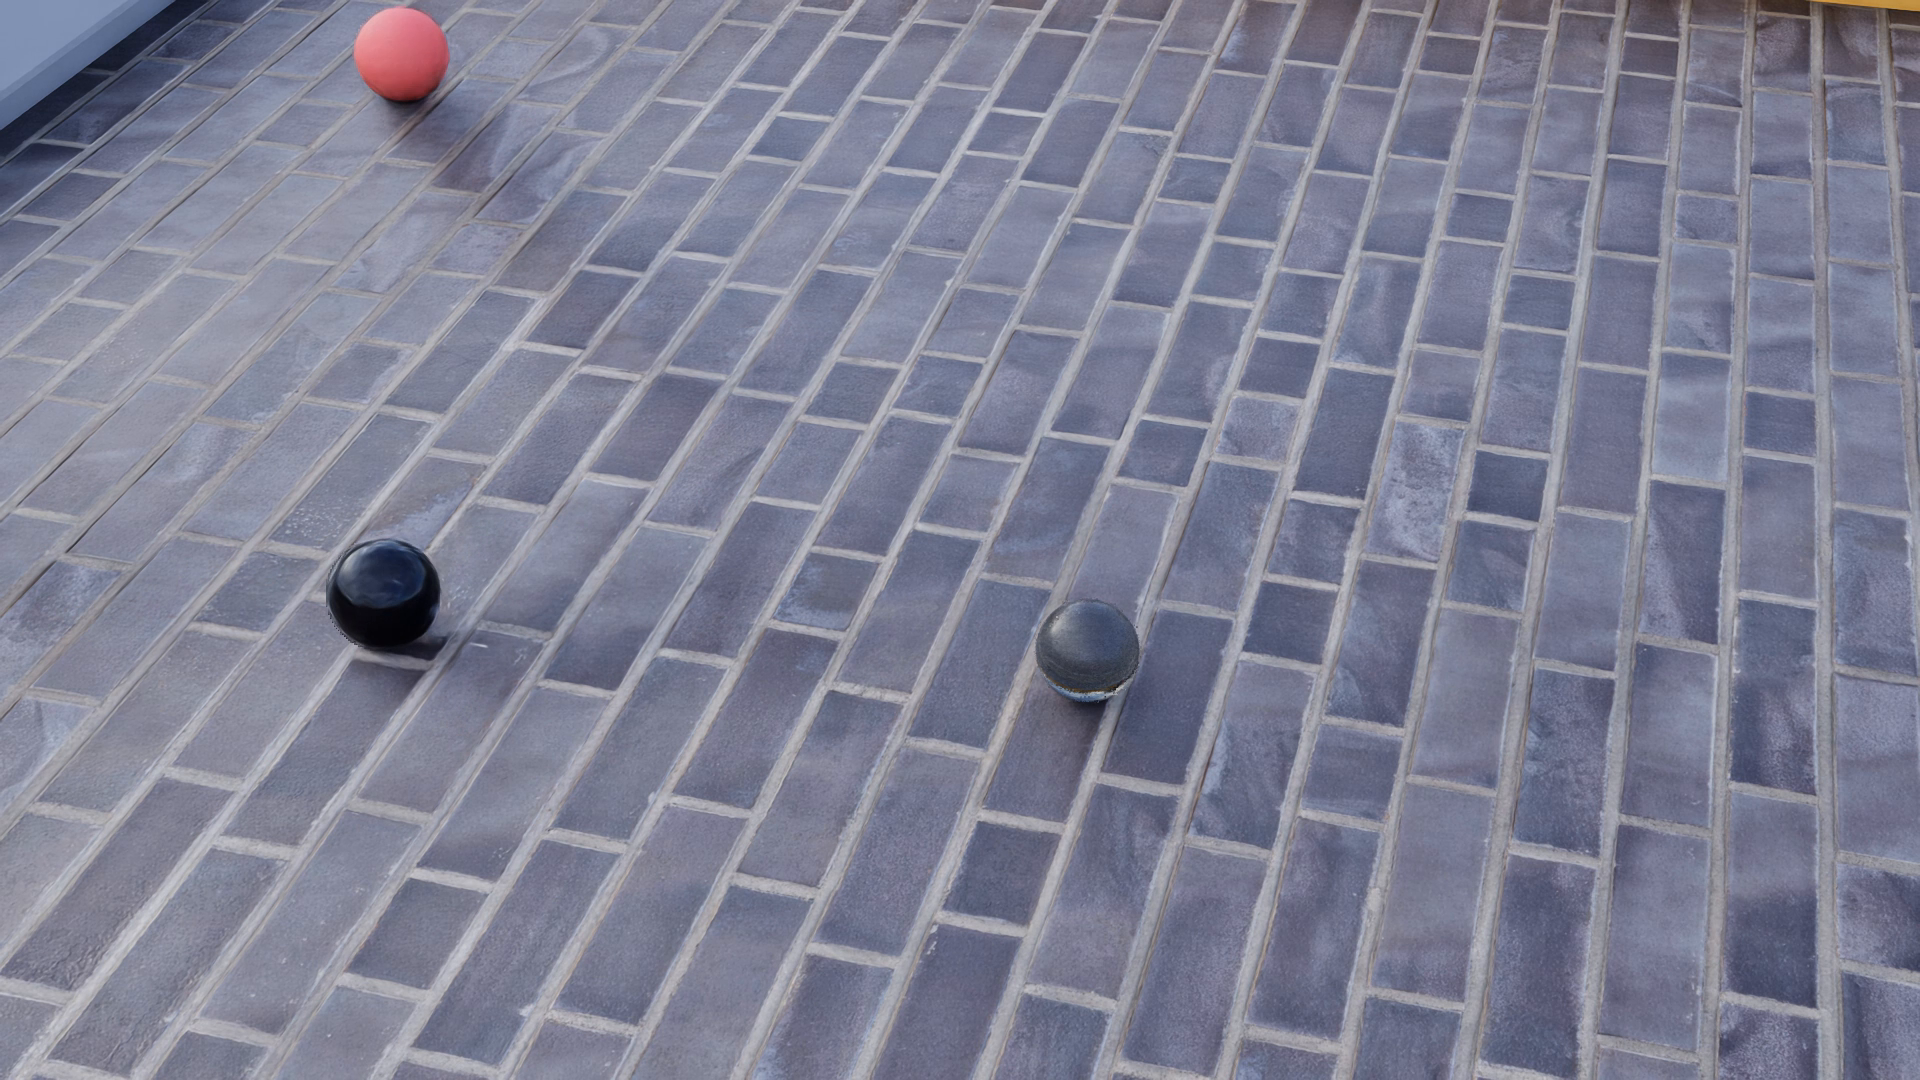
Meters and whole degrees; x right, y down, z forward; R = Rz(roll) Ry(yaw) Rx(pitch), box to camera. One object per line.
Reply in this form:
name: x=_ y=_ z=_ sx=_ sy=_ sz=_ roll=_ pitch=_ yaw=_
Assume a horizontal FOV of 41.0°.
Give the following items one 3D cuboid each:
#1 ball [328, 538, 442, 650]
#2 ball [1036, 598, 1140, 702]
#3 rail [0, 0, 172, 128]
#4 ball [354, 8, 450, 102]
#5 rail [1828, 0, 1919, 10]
ball: x=-0.402 y=0.037 z=1.794 sx=0.078 sy=0.078 sz=0.078 roll=0 pitch=34 yaw=0
ball: x=0.087 y=0.075 z=1.744 sx=0.071 sy=0.071 sz=0.071 roll=0 pitch=34 yaw=0
rail: x=-1.047 y=-0.178 z=2.071 sx=0.045 sy=0.119 sz=2.598 roll=9 pitch=35 yaw=13
ball: x=-0.553 y=-0.481 z=2.543 sx=0.092 sy=0.092 sz=0.092 roll=0 pitch=34 yaw=0
rail: x=1.404 y=-0.547 z=2.614 sx=4.433 sy=0.119 sz=0.045 roll=9 pitch=35 yaw=13
